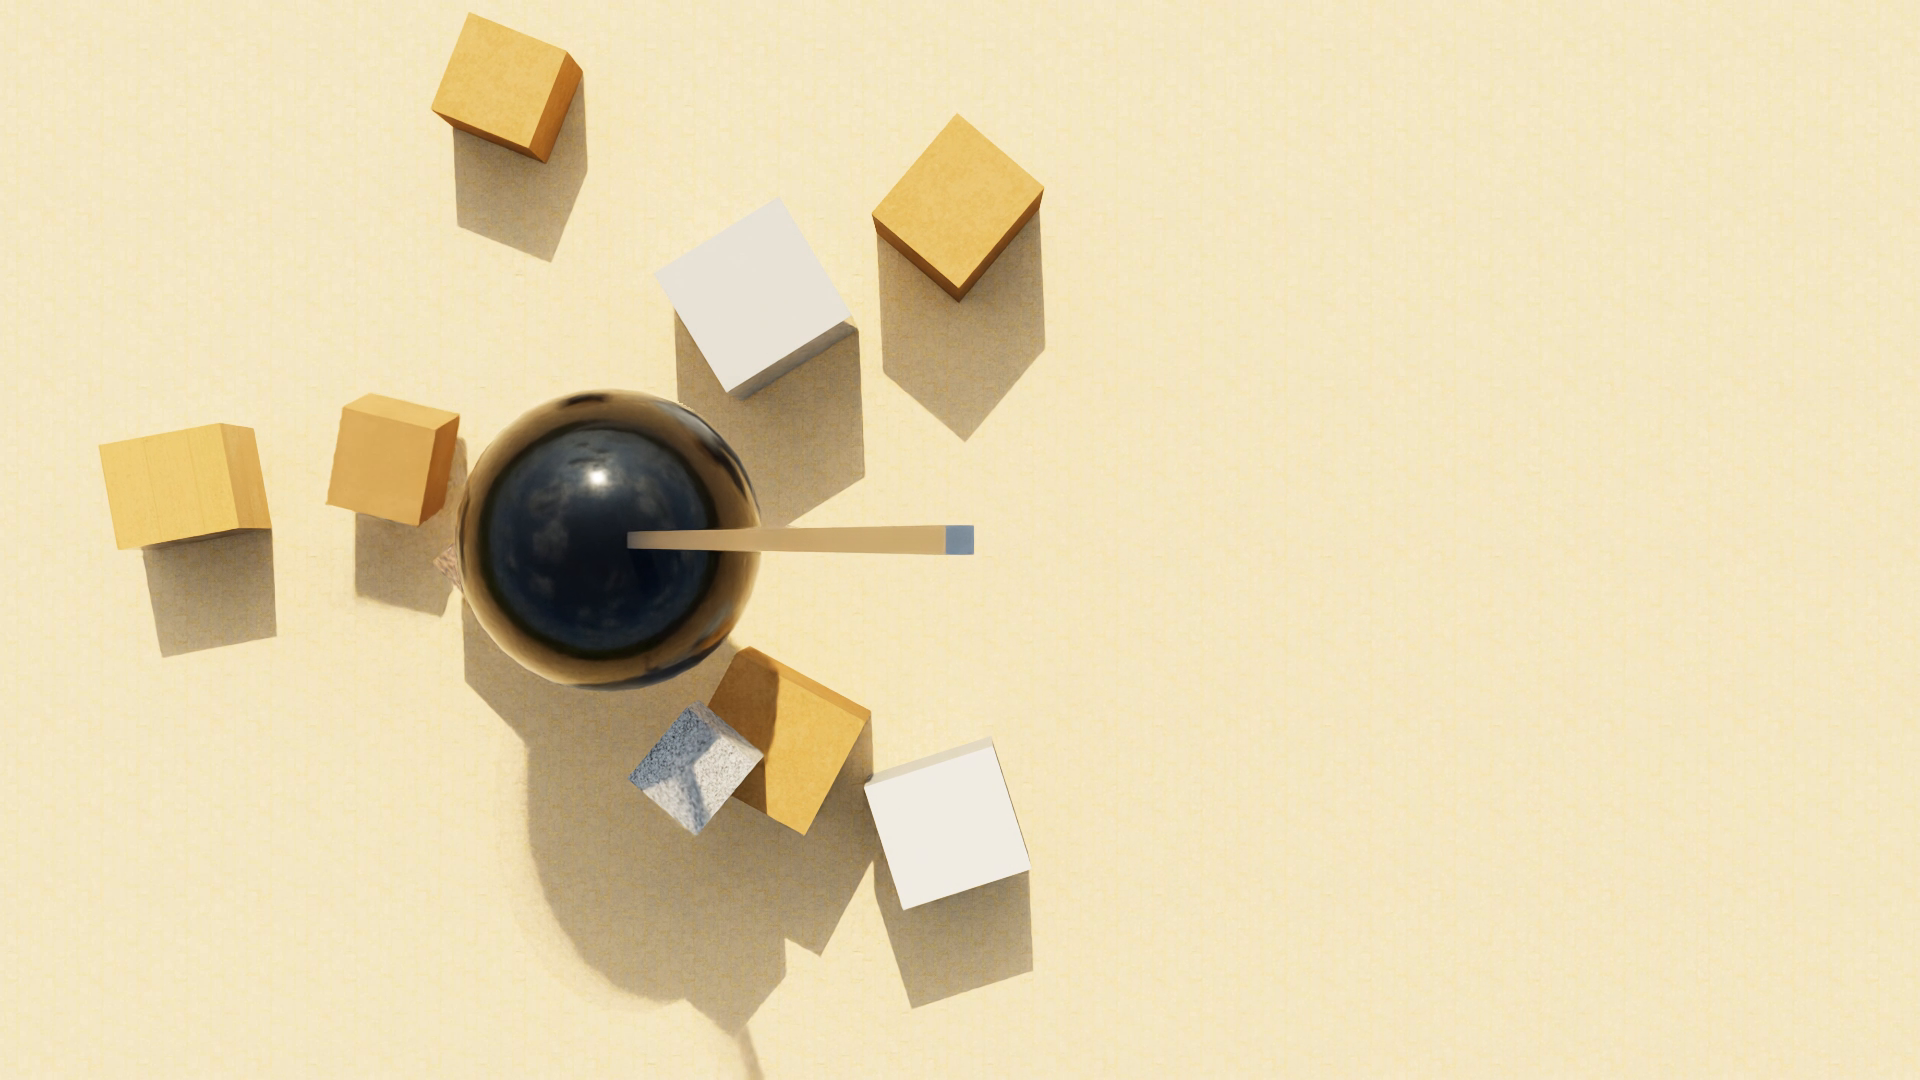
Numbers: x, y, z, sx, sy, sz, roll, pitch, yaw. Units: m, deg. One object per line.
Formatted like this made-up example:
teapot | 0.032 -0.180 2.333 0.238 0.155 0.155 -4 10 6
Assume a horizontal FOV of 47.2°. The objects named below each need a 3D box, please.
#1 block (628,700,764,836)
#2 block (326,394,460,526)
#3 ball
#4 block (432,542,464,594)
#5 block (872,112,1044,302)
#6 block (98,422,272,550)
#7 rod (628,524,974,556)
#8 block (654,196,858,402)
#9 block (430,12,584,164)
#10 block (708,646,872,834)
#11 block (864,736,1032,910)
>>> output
block | -1.430 1.233 11.970 0.479 0.517 0.499 40 90 0
block | -3.263 -0.469 12.683 0.540 0.516 0.573 14 103 0
ball | -1.835 0.000 11.547 1.600 1.600 1.600 0 90 0
block | -2.528 0.138 12.668 0.604 0.663 0.614 -44 90 0
block | -0.011 -1.889 12.613 0.640 0.773 0.737 40 90 0
block | -4.463 -0.302 12.701 0.697 0.599 0.603 -10 90 0
rod | -0.795 0.000 8.309 0.080 5.200 0.080 0 90 -18
block | -1.148 -1.361 12.592 0.818 0.817 0.773 -32 90 0
block | -2.612 -2.606 12.726 0.598 0.548 0.592 22 90 0
block | -1.053 1.133 12.614 0.817 0.771 0.716 28 90 0
block | -0.067 1.617 12.673 0.758 0.655 0.722 -18 90 0
